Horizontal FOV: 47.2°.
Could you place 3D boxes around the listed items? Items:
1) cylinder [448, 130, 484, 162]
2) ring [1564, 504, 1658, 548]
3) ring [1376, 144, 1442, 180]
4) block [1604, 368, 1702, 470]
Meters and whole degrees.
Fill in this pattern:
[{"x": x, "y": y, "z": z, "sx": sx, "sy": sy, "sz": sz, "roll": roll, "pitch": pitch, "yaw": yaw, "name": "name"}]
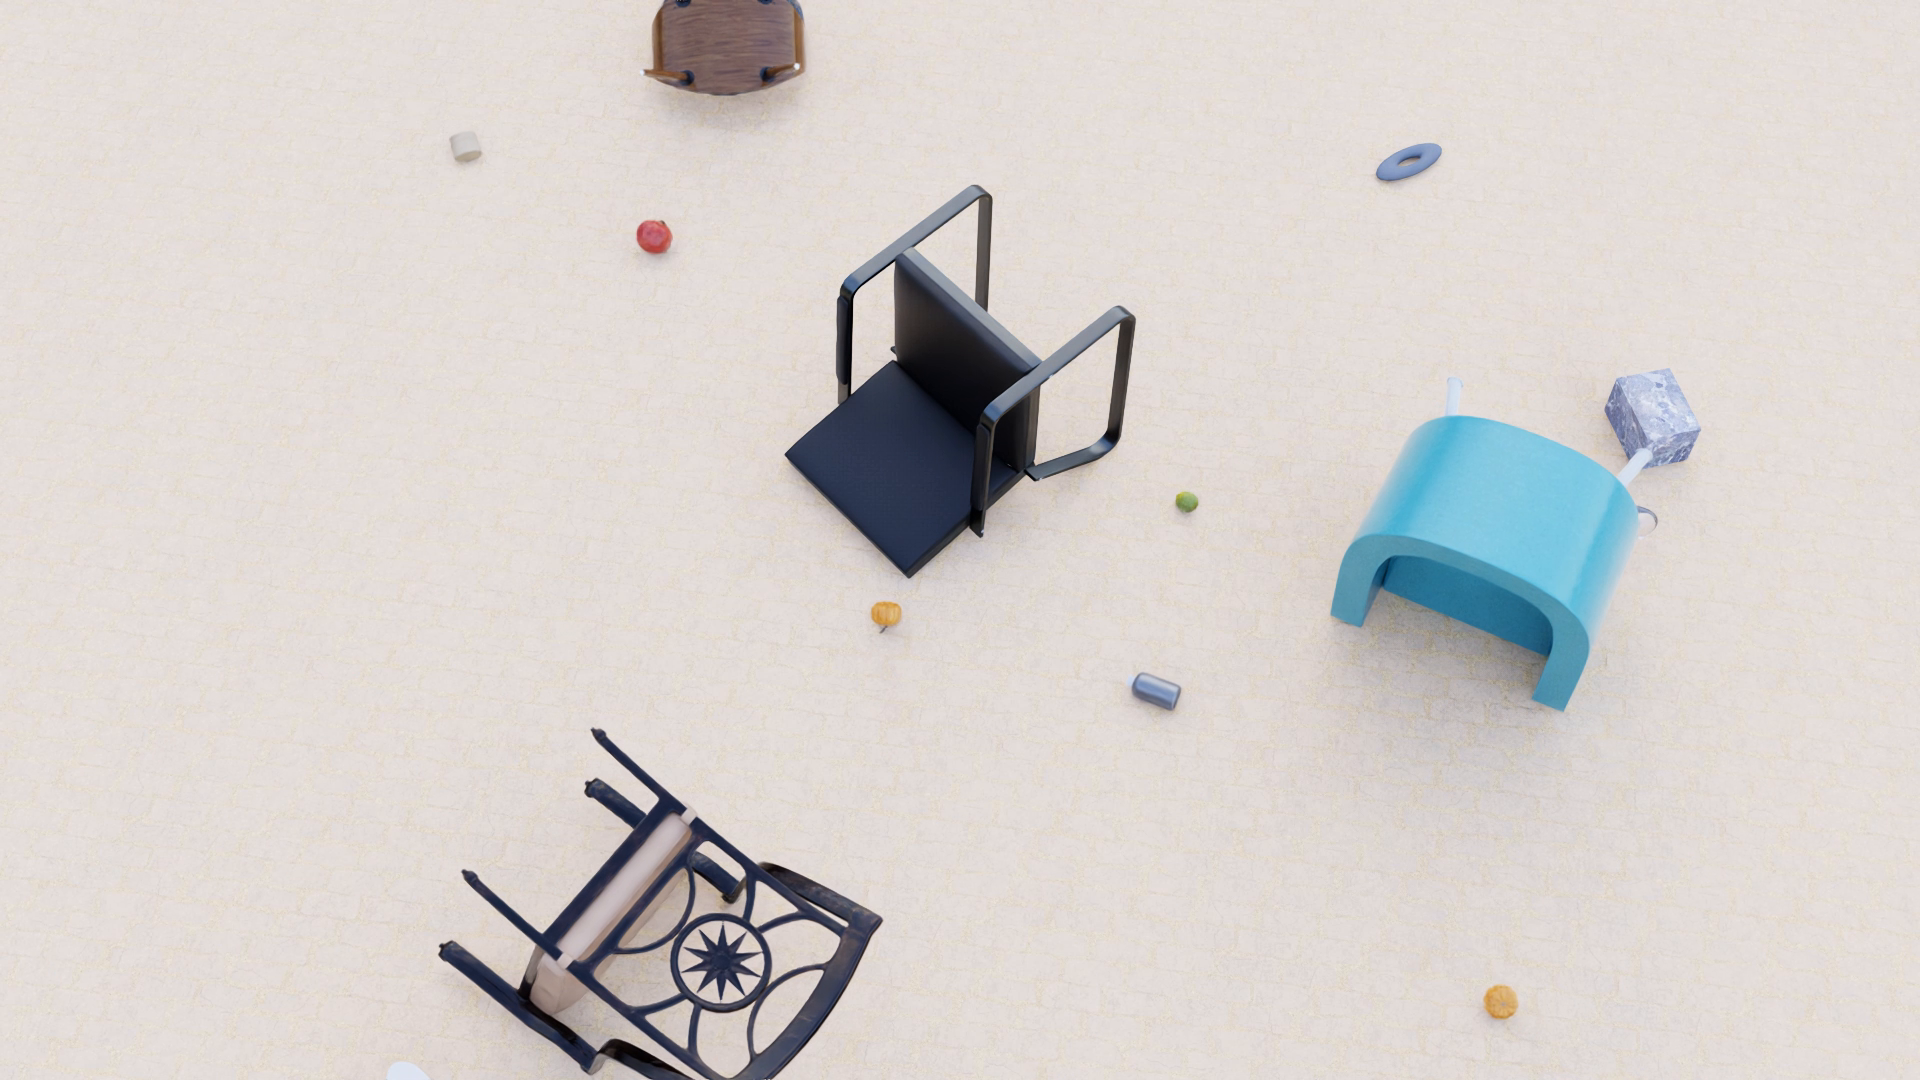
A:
[{"x": -1.672, "y": -1.331, "z": 7.442, "sx": 0.091, "sy": 0.042, "sz": 0.098, "roll": -17, "pitch": 67, "yaw": -17, "name": "cylinder"}, {"x": 1.937, "y": -0.042, "z": 6.548, "sx": 0.286, "sy": 0.093, "sz": 0.118, "roll": -6, "pitch": 55, "yaw": -3, "name": "ring"}, {"x": 1.512, "y": -1.273, "z": 7.405, "sx": 0.264, "sy": 0.039, "sz": 0.108, "roll": -26, "pitch": 59, "yaw": -16, "name": "ring"}, {"x": 2.116, "y": -0.369, "z": 6.725, "sx": 0.173, "sy": 0.161, "sz": 0.239, "roll": -11, "pitch": 57, "yaw": -7, "name": "block"}]
